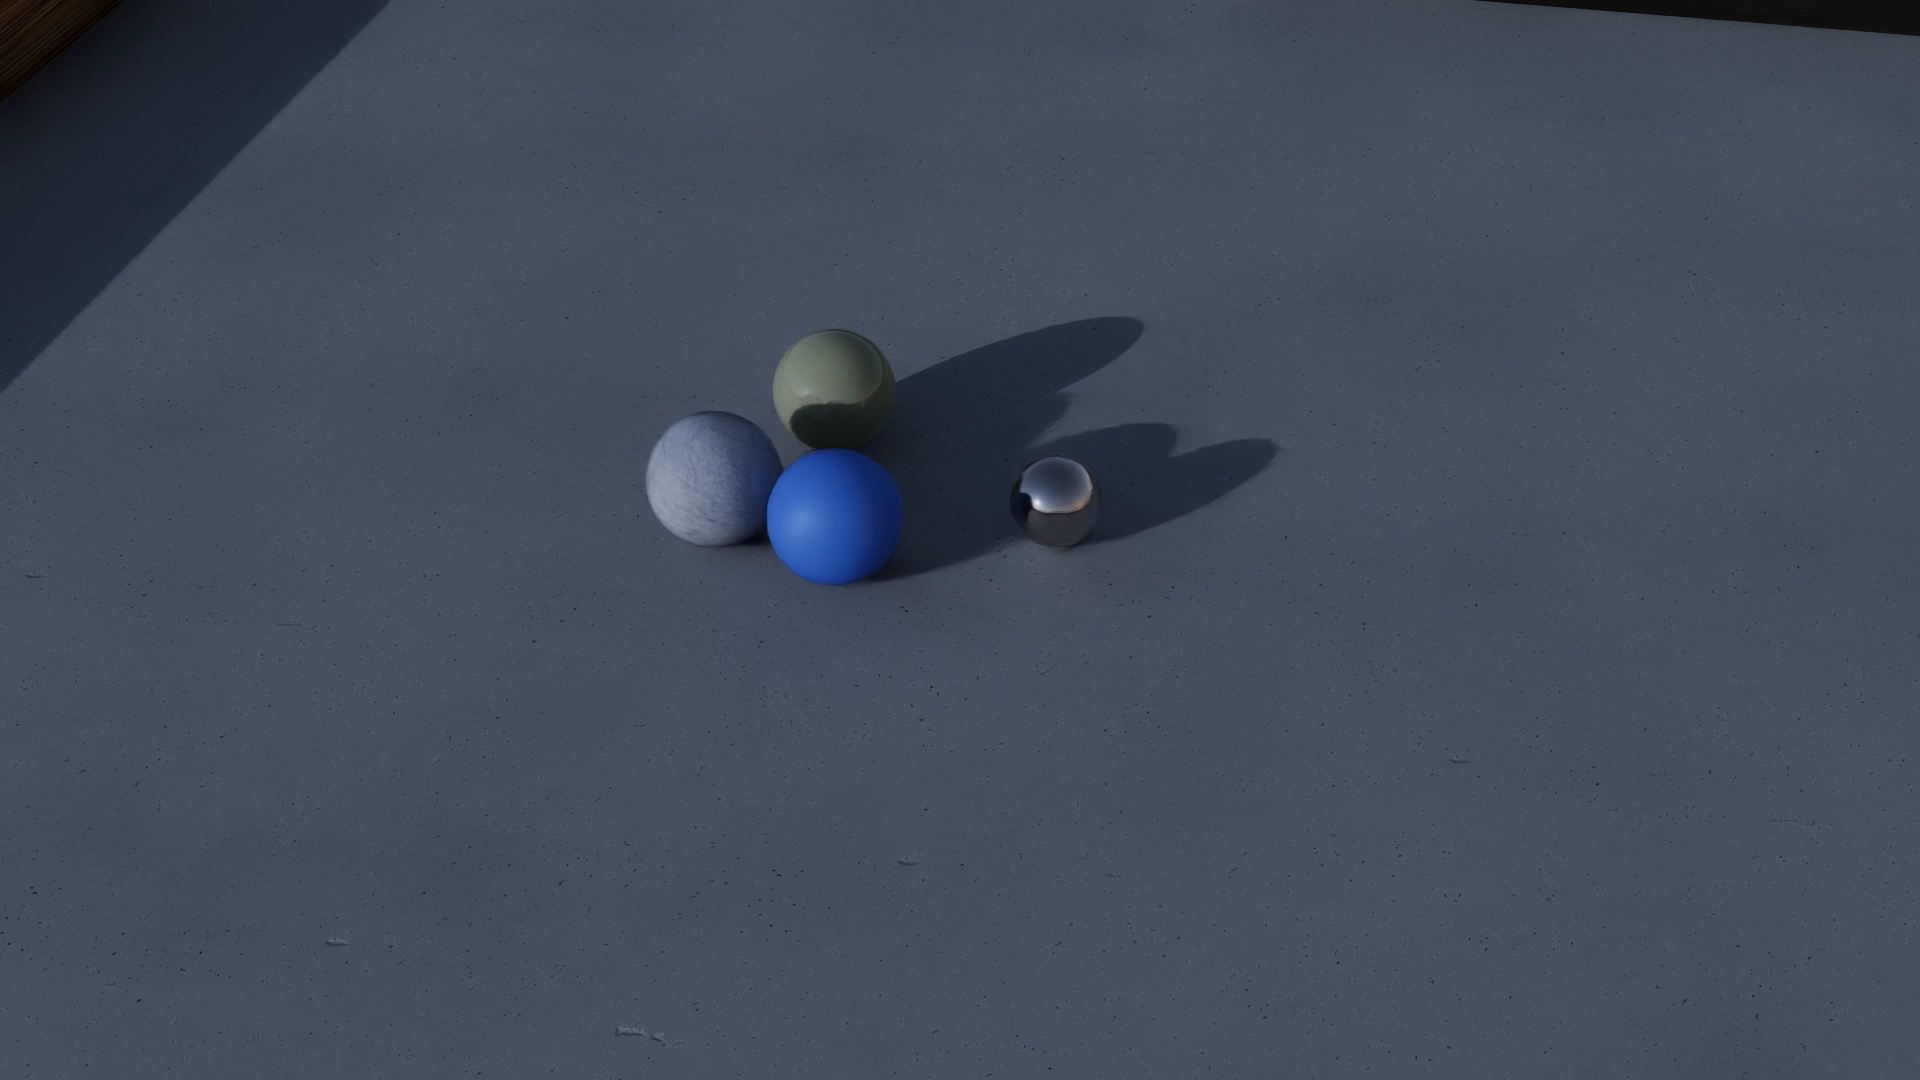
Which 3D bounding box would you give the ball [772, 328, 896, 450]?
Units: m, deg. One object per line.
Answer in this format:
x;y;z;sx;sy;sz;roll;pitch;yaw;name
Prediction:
-0.095;-0.113;1.939;0.094;0.094;0.094;0;35;0;ball

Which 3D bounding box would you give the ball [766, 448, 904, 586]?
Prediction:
-0.087;-0.016;1.796;0.097;0.097;0.097;0;35;0;ball

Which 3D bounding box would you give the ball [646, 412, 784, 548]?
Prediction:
-0.175;-0.043;1.834;0.098;0.098;0.098;0;35;0;ball

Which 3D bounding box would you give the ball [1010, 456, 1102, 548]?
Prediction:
0.069;-0.027;1.839;0.066;0.066;0.066;0;35;0;ball

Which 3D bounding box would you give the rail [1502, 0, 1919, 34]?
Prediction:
1.280;-0.514;2.489;4.288;0.128;0.045;7;35;10;rail

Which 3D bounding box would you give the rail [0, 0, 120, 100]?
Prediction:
-1.026;-0.136;1.941;0.045;0.128;2.299;7;35;10;rail
